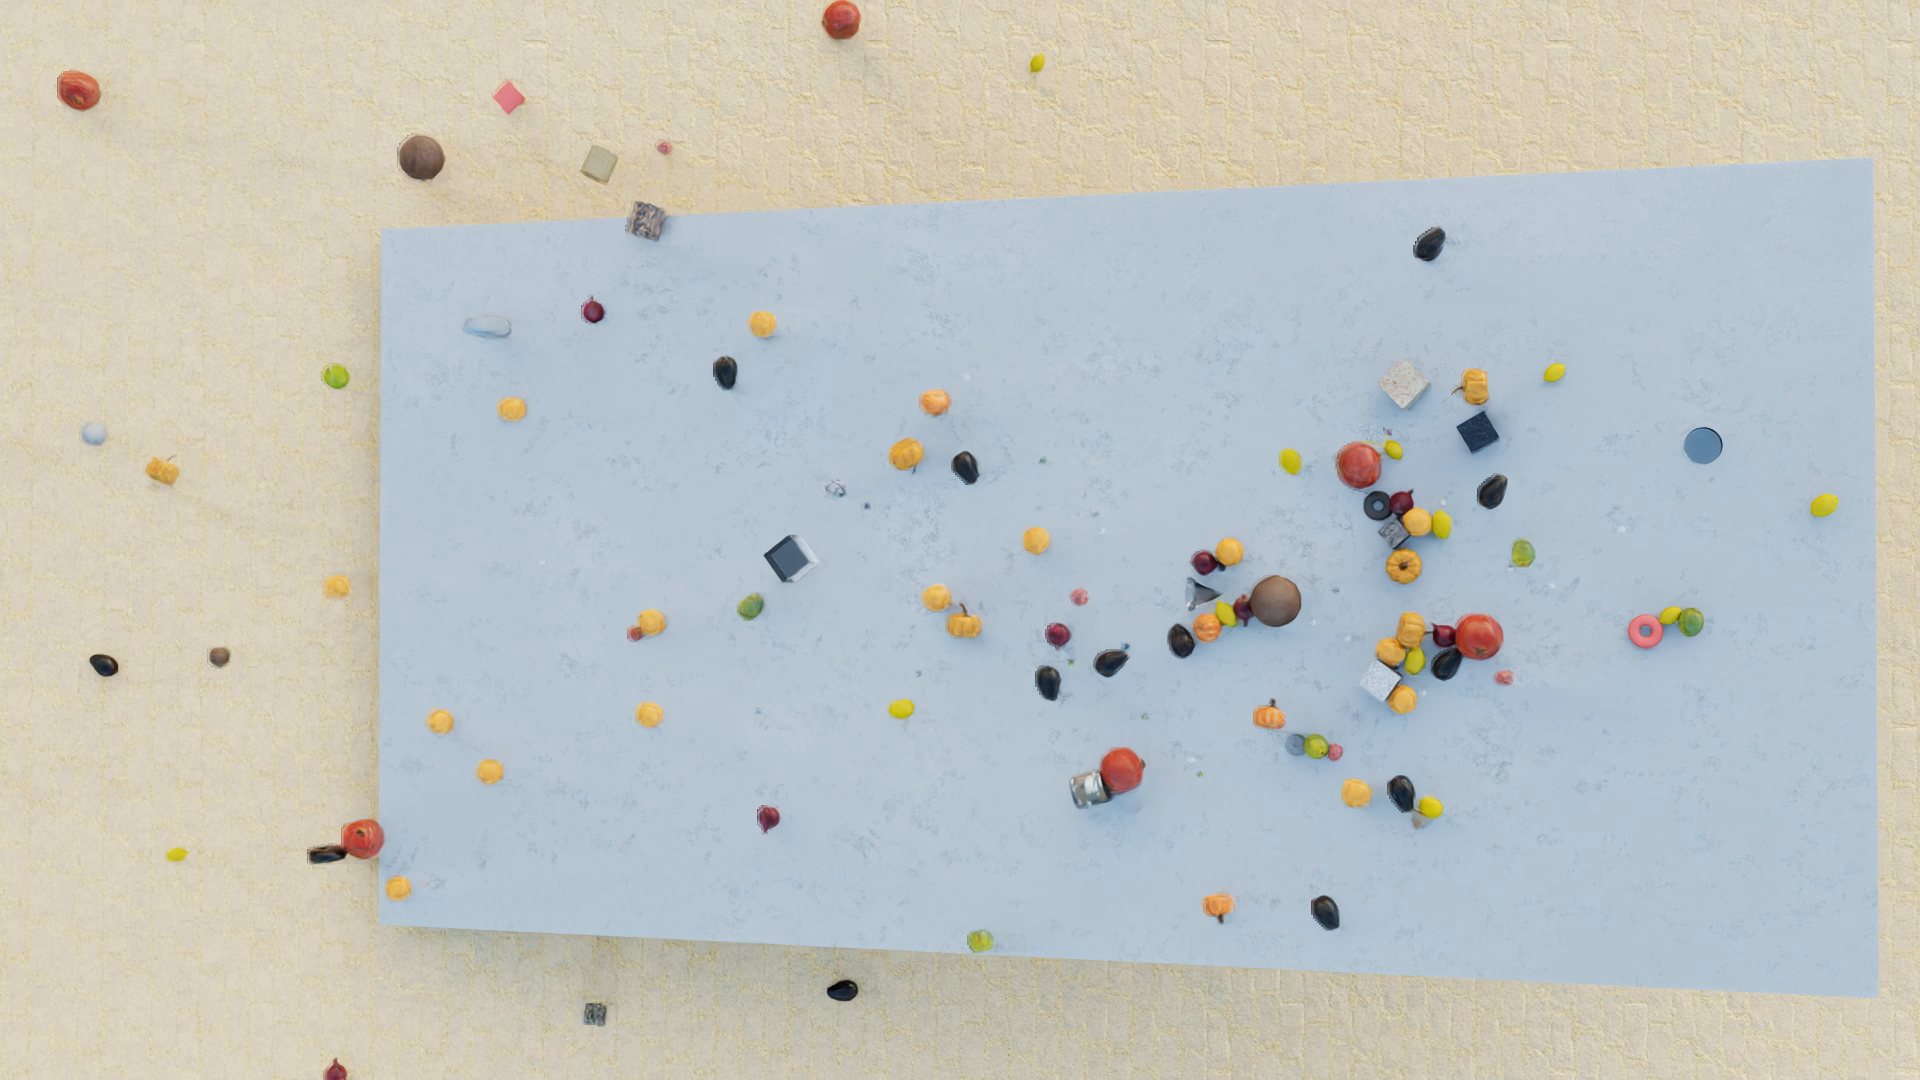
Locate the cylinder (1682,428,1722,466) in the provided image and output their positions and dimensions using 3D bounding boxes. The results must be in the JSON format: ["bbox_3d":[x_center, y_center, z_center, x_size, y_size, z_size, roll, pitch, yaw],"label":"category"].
[{"bbox_3d":[1.789,-0.226,5.298,0.088,0.088,0.088,0,89,16],"label":"cylinder"}]

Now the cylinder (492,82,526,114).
[{"bbox_3d":[-1.314,-1.287,6.406,0.069,0.069,0.069,-43,89,0],"label":"cylinder"}]

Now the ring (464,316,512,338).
[{"bbox_3d":[-1.324,-0.597,6.171,0.132,0.132,0.044,4,85,0],"label":"ring"}]

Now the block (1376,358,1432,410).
[{"bbox_3d":[1.110,-0.389,5.493,0.091,0.091,0.091,-46,78,11],"label":"block"}]

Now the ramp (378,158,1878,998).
[{"bbox_3d":[0.269,0.096,5.824,4.000,0.100,2.000,0,89,16],"label":"ramp"}]

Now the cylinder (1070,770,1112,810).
[{"bbox_3d":[0.339,0.648,5.700,0.085,0.085,0.085,-18,89,15],"label":"cylinder"}]

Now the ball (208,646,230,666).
[{"bbox_3d":[-2.151,0.338,6.388,0.058,0.058,0.058,0,89,0],"label":"ball"}]

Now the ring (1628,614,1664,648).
[{"bbox_3d":[1.670,0.223,5.357,0.083,0.028,0.083,-1,88,16],"label":"ring"}]

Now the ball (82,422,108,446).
[{"bbox_3d":[-2.515,-0.308,6.392,0.070,0.070,0.070,0,89,0],"label":"ball"}]

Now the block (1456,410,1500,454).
[{"bbox_3d":[1.284,-0.265,5.448,0.077,0.077,0.077,-31,81,13],"label":"block"}]

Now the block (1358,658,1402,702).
[{"bbox_3d":[1.053,0.350,5.505,0.077,0.077,0.077,37,99,13],"label":"block"}]

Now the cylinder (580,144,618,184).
[{"bbox_3d":[-1.028,-1.070,6.272,0.084,0.084,0.084,24,86,0],"label":"cylinder"}]

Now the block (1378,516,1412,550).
[{"bbox_3d":[1.089,-0.017,5.510,0.058,0.058,0.058,-41,79,12],"label":"block"}]

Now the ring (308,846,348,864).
[{"bbox_3d":[-1.808,0.899,6.293,0.109,0.109,0.036,-5,94,0],"label":"ring"}]

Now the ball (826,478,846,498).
[{"bbox_3d":[-0.334,-0.138,5.920,0.054,0.054,0.054,0,89,0],"label":"ball"}]

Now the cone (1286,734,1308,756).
[{"bbox_3d":[0.849,0.521,5.571,0.057,0.057,0.057,0,89,16],"label":"cone"}]

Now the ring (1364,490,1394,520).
[{"bbox_3d":[1.053,-0.086,5.538,0.075,0.025,0.075,0,91,16],"label":"ring"}]

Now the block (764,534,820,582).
[{"bbox_3d":[-0.454,0.050,5.931,0.092,0.092,0.092,-38,80,12],"label":"block"}]

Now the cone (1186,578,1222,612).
[{"bbox_3d":[0.634,0.139,5.647,0.089,0.089,0.089,0,89,-11],"label":"cone"}]
